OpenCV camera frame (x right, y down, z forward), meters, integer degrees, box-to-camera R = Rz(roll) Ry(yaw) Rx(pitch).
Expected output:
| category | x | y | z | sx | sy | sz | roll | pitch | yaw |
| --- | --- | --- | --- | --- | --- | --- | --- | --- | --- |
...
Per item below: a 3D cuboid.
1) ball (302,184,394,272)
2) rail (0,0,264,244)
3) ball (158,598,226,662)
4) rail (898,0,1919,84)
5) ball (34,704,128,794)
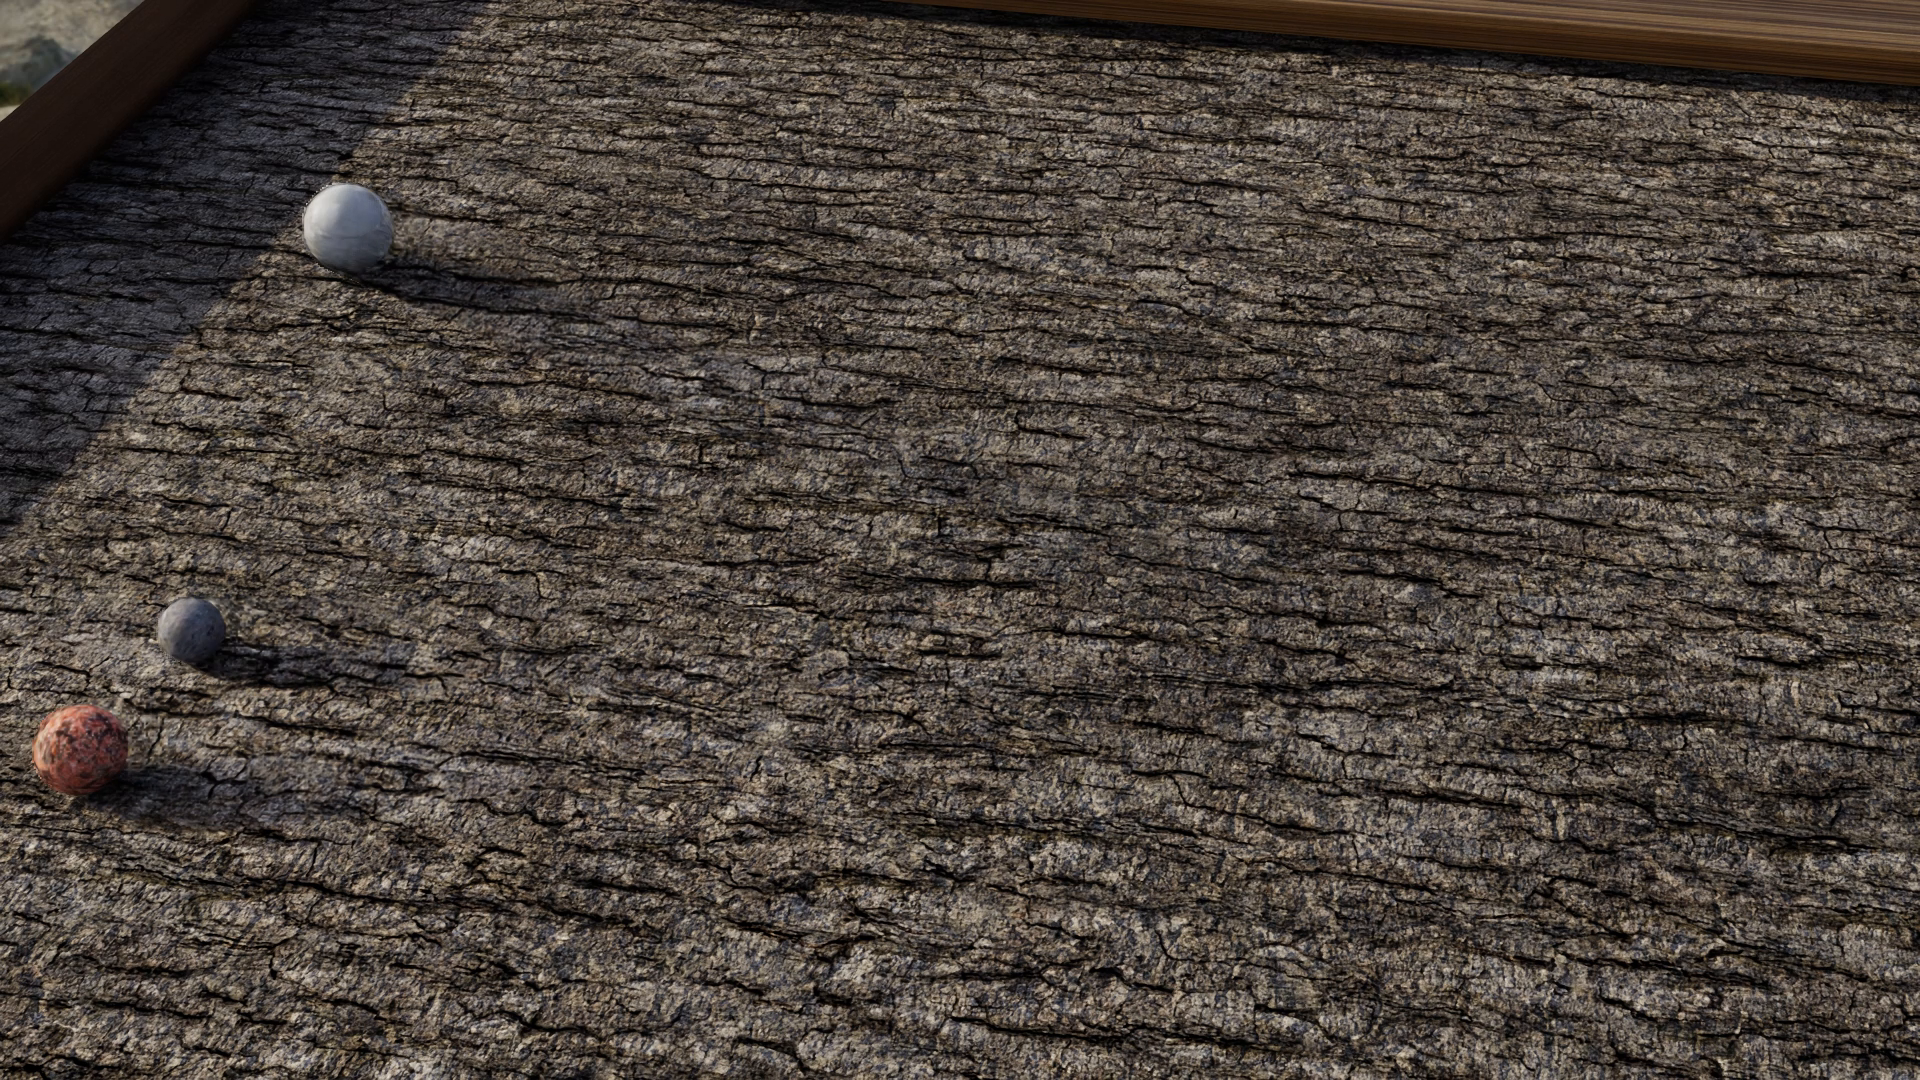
| category | x | y | z | sx | sy | sz | roll | pitch | yaw |
| --- | --- | --- | --- | --- | --- | --- | --- | --- | --- |
| ball | -0.542 | -0.276 | 2.273 | 0.078 | 0.078 | 0.078 | 0 | 35 | 0 |
| rail | -0.916 | -0.125 | 2.032 | 0.045 | 0.102 | 2.079 | 7 | 35 | 10 |
| ball | -0.542 | 0.064 | 1.809 | 0.046 | 0.046 | 0.046 | 0 | 35 | 0 |
| rail | 1.146 | -0.472 | 2.534 | 3.838 | 0.102 | 0.045 | 7 | 35 | 10 |
| ball | -0.579 | 0.138 | 1.690 | 0.059 | 0.059 | 0.059 | 0 | 35 | 0 |
